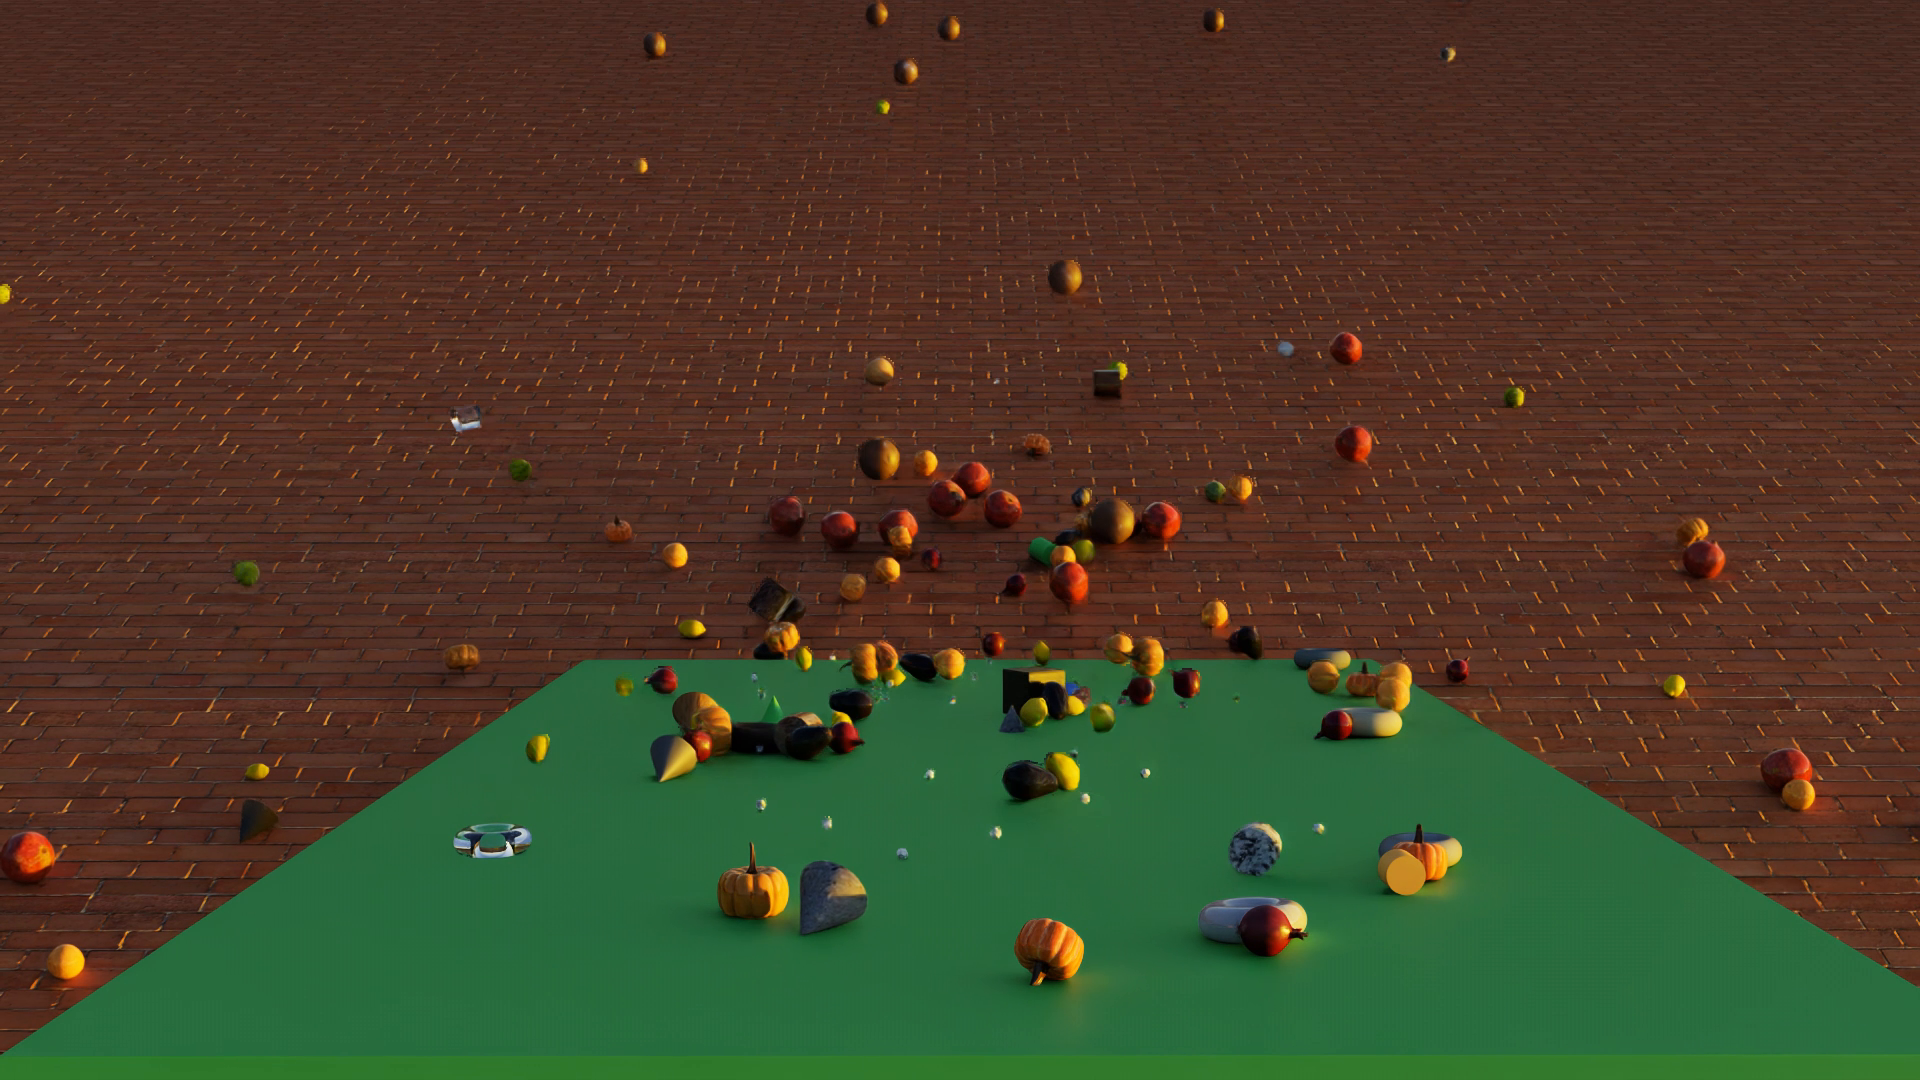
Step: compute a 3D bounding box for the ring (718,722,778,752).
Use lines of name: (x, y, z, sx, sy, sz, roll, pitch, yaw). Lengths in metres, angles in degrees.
ring: (-0.383, 0.369, 4.810, 0.135, 0.045, 0.135, 1, 3, 0)

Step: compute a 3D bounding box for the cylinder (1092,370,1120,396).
cylinder: (0.500, -0.535, 8.772, 0.088, 0.088, 0.088, -3, 22, -2)

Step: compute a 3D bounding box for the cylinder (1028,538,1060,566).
cylinder: (0.242, 0.034, 7.371, 0.066, 0.066, 0.066, -15, 26, -33)

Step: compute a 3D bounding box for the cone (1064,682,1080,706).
cone: (0.233, 0.342, 5.520, 0.054, 0.054, 0.054, 0, 29, -1)

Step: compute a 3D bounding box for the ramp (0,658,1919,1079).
ramp: (0.050, 0.455, 4.532, 2.000, 0.100, 4.000, 0, 3, 0)

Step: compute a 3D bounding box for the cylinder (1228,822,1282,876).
cylinder: (0.405, 0.424, 3.530, 0.065, 0.065, 0.065, 5, 4, 13)

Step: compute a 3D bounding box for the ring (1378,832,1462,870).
ring: (0.643, 0.434, 3.589, 0.116, 0.039, 0.116, -1, 3, 0)

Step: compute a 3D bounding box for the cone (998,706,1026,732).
cone: (0.102, 0.350, 5.075, 0.055, 0.055, 0.055, 0, 3, 0)

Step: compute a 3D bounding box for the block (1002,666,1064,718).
block: (0.154, 0.316, 5.362, 0.093, 0.093, 0.093, -2, 4, -35)

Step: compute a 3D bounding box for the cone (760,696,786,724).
cone: (-0.371, 0.342, 5.126, 0.066, 0.066, 0.066, 0, 3, 0)

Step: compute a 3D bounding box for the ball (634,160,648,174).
ball: (-1.461, -1.708, 11.760, 0.060, 0.060, 0.060, 0, 22, 0)

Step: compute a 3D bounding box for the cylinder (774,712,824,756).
cylinder: (-0.297, 0.358, 4.749, 0.073, 0.073, 0.073, 7, 5, 16)

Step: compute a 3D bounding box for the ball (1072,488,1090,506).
ball: (0.367, -0.129, 7.795, 0.056, 0.056, 0.056, 0, 22, 0)

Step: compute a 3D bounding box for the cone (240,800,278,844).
cone: (-1.613, 0.655, 5.842, 0.093, 0.093, 0.093, 9, 50, 22)

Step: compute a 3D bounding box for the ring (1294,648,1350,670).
ring: (0.887, 0.291, 6.299, 0.139, 0.046, 0.139, 1, 2, 0)

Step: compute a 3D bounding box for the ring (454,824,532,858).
ring: (-0.670, 0.431, 3.685, 0.112, 0.037, 0.112, -1, 4, 0)

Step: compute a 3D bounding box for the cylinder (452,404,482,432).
cylinder: (-1.620, -0.400, 8.449, 0.076, 0.076, 0.076, -15, 26, -31)

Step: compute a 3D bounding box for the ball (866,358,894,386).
ball: (-0.278, -0.579, 8.871, 0.098, 0.098, 0.098, 0, 22, 0)

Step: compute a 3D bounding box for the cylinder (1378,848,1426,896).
cylinder: (0.582, 0.437, 3.388, 0.052, 0.052, 0.052, -1, 3, -4)

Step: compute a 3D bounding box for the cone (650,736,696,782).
cone: (-0.504, 0.393, 4.412, 0.083, 0.083, 0.083, 4, 30, 11)

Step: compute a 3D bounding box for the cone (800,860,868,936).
cone: (-0.174, 0.456, 3.141, 0.092, 0.092, 0.092, 9, 33, 22)

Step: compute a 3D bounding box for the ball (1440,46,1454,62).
ball: (2.686, -2.680, 14.177, 0.083, 0.083, 0.083, 0, 22, 0)

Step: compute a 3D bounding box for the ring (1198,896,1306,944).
ring: (0.351, 0.457, 3.089, 0.131, 0.044, 0.131, -2, 0, 0)

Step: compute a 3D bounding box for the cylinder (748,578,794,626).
cylinder: (-0.508, 0.166, 6.934, 0.091, 0.091, 0.091, 36, -6, 4)

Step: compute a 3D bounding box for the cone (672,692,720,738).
cone: (-0.521, 0.360, 5.015, 0.092, 0.092, 0.092, 0, 29, 1)

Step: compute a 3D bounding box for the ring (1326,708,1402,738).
ring: (0.789, 0.356, 5.021, 0.146, 0.049, 0.146, 1, 2, 0)

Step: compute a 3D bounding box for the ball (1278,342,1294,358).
ball: (1.162, -0.679, 9.172, 0.059, 0.059, 0.059, 0, 22, 0)
